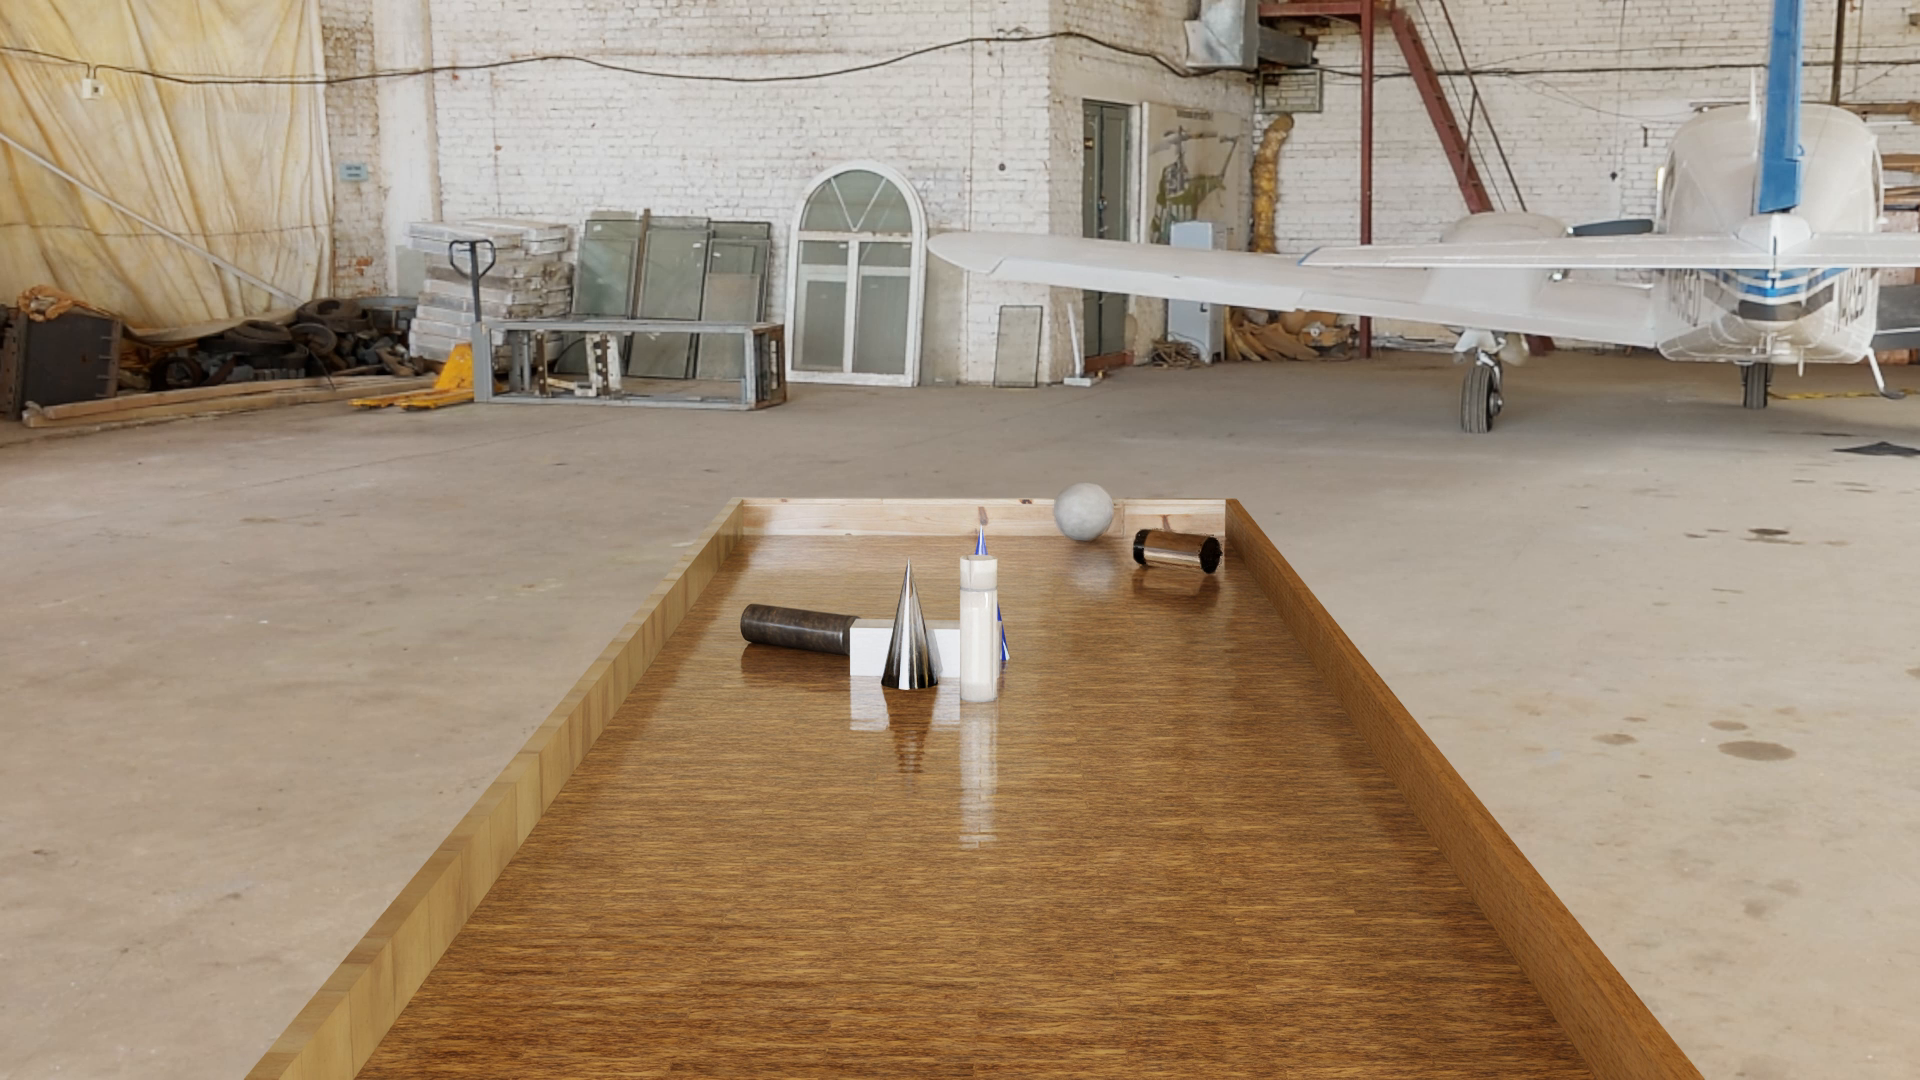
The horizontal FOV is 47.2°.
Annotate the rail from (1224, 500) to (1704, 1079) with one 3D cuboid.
[{"bbox_3d":[1.046,0.843,3.208,0.050,0.150,12.000,0,9,1],"label":"rail"}]

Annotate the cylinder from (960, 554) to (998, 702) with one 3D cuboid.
[{"bbox_3d":[0.052,0.247,6.171,0.105,0.400,0.105,0,9,0],"label":"cylinder"}]

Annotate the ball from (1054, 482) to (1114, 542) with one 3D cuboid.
[{"bbox_3d":[0.507,-0.118,8.973,0.244,0.244,0.244,0,9,0],"label":"ball"}]

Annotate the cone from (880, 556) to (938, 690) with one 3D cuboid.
[{"bbox_3d":[-0.147,0.230,6.362,0.167,0.375,0.167,0,9,0],"label":"cone"}]

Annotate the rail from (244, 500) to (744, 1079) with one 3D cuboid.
[{"bbox_3d":[-1.004,0.839,3.234,0.050,0.150,12.000,0,9,1],"label":"rail"}]

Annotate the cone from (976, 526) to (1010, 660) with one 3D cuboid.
[{"bbox_3d":[0.065,0.154,6.712,0.174,0.414,0.174,0,9,0],"label":"cone"}]

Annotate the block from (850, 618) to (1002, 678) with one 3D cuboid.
[{"bbox_3d":[-0.099,0.321,6.533,0.439,0.142,0.142,1,9,4],"label":"block"}]

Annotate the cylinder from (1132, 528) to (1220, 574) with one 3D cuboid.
[{"bbox_3d":[0.817,0.042,8.302,0.306,0.140,0.140,7,12,39],"label":"cylinder"}]

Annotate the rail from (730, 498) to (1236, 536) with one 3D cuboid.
[{"bbox_3d":[0.099,-0.098,9.147,2.100,0.150,0.050,0,9,1],"label":"rail"}]

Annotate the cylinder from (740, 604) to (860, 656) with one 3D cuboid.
[{"bbox_3d":[-0.491,0.278,6.857,0.395,0.124,0.124,6,11,33],"label":"cylinder"}]
